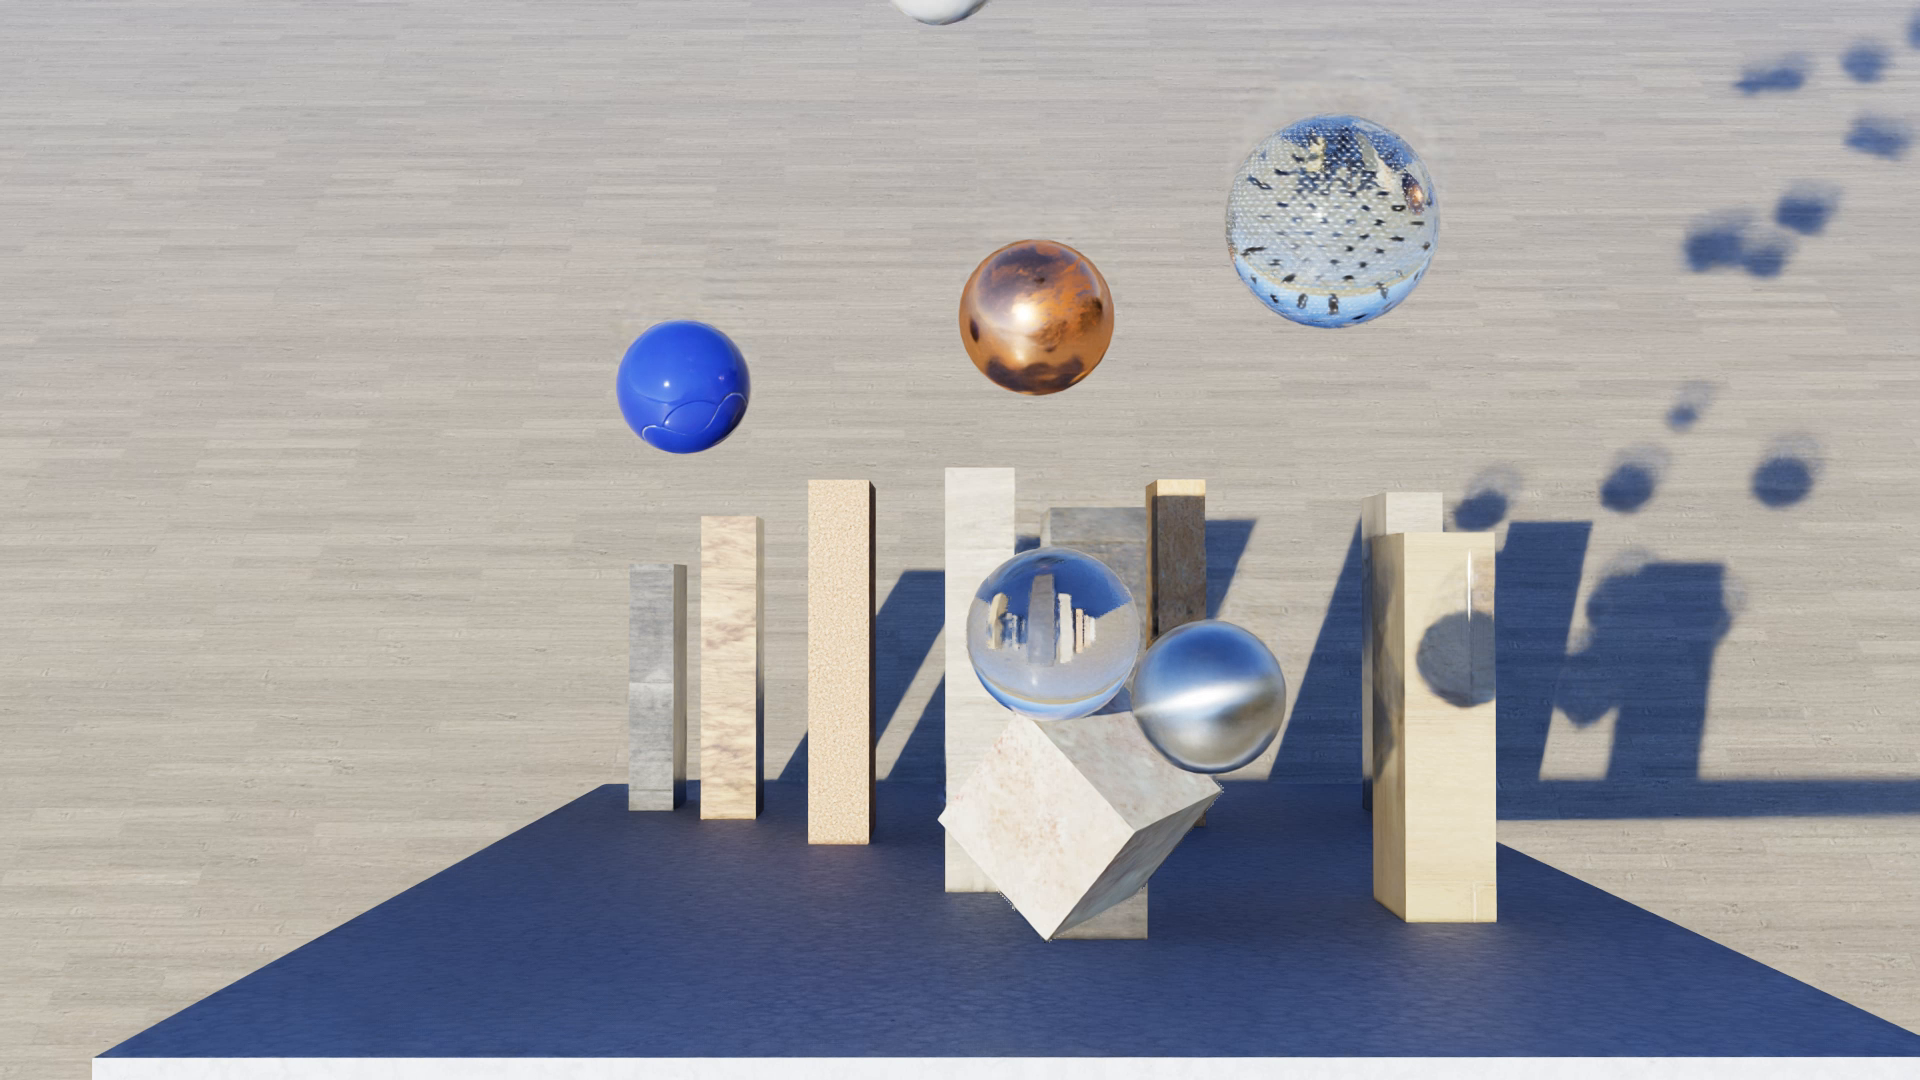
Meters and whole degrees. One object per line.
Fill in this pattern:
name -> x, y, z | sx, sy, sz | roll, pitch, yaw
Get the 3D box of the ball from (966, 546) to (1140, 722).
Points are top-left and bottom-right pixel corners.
ball -> 0.103, 0.104, 2.873 | 0.194, 0.194, 0.194 | 0, 33, 0

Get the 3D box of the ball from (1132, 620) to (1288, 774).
ball -> 0.246, 0.155, 2.566 | 0.153, 0.153, 0.153 | 0, 33, 0

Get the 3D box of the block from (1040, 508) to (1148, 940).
block -> 0.198, 0.267, 3.920 | 0.140, 0.619, 0.399 | 0, -1, 0

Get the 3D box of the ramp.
ramp -> 0.074, 0.644, 4.766 | 2.000, 0.100, 4.000 | 0, -1, 0

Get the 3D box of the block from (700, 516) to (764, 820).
block -> -0.510, 0.283, 5.833 | 0.120, 0.666, 0.248 | 0, -1, 0

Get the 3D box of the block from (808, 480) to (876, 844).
block -> -0.240, 0.245, 5.345 | 0.119, 0.721, 0.427 | 0, -1, 0

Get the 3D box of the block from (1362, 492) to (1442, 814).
block -> 0.990, 0.258, 5.821 | 0.122, 0.715, 0.349 | 0, -1, 0

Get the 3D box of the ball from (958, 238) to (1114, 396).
ball -> 0.087, -0.252, 2.941 | 0.177, 0.177, 0.177 | 0, 33, 0

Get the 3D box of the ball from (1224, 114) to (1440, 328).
ball -> 0.336, -0.288, 2.342 | 0.193, 0.193, 0.193 | 0, 33, 0

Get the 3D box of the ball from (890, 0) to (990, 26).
ball -> -0.018, -0.518, 2.319 | 0.113, 0.113, 0.113 | 0, 33, 0

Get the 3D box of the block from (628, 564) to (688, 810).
block -> -0.705, 0.339, 6.074 | 0.101, 0.564, 0.295 | 0, -1, 0

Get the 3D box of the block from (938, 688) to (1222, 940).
block -> 0.140, 0.309, 3.027 | 0.192, 0.192, 0.192 | 47, 32, 19

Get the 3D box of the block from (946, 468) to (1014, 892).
block -> 0.033, 0.235, 4.434 | 0.115, 0.705, 0.251 | 0, -1, 0

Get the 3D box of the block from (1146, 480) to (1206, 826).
block -> 0.473, 0.244, 5.710 | 0.102, 0.739, 0.360 | 0, -1, 0

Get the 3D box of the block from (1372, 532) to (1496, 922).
block -> 0.739, 0.285, 4.065 | 0.136, 0.587, 0.308 | 0, -1, 0

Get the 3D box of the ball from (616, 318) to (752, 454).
ball -> -0.322, -0.179, 3.026 | 0.157, 0.157, 0.157 | 0, 33, 0
